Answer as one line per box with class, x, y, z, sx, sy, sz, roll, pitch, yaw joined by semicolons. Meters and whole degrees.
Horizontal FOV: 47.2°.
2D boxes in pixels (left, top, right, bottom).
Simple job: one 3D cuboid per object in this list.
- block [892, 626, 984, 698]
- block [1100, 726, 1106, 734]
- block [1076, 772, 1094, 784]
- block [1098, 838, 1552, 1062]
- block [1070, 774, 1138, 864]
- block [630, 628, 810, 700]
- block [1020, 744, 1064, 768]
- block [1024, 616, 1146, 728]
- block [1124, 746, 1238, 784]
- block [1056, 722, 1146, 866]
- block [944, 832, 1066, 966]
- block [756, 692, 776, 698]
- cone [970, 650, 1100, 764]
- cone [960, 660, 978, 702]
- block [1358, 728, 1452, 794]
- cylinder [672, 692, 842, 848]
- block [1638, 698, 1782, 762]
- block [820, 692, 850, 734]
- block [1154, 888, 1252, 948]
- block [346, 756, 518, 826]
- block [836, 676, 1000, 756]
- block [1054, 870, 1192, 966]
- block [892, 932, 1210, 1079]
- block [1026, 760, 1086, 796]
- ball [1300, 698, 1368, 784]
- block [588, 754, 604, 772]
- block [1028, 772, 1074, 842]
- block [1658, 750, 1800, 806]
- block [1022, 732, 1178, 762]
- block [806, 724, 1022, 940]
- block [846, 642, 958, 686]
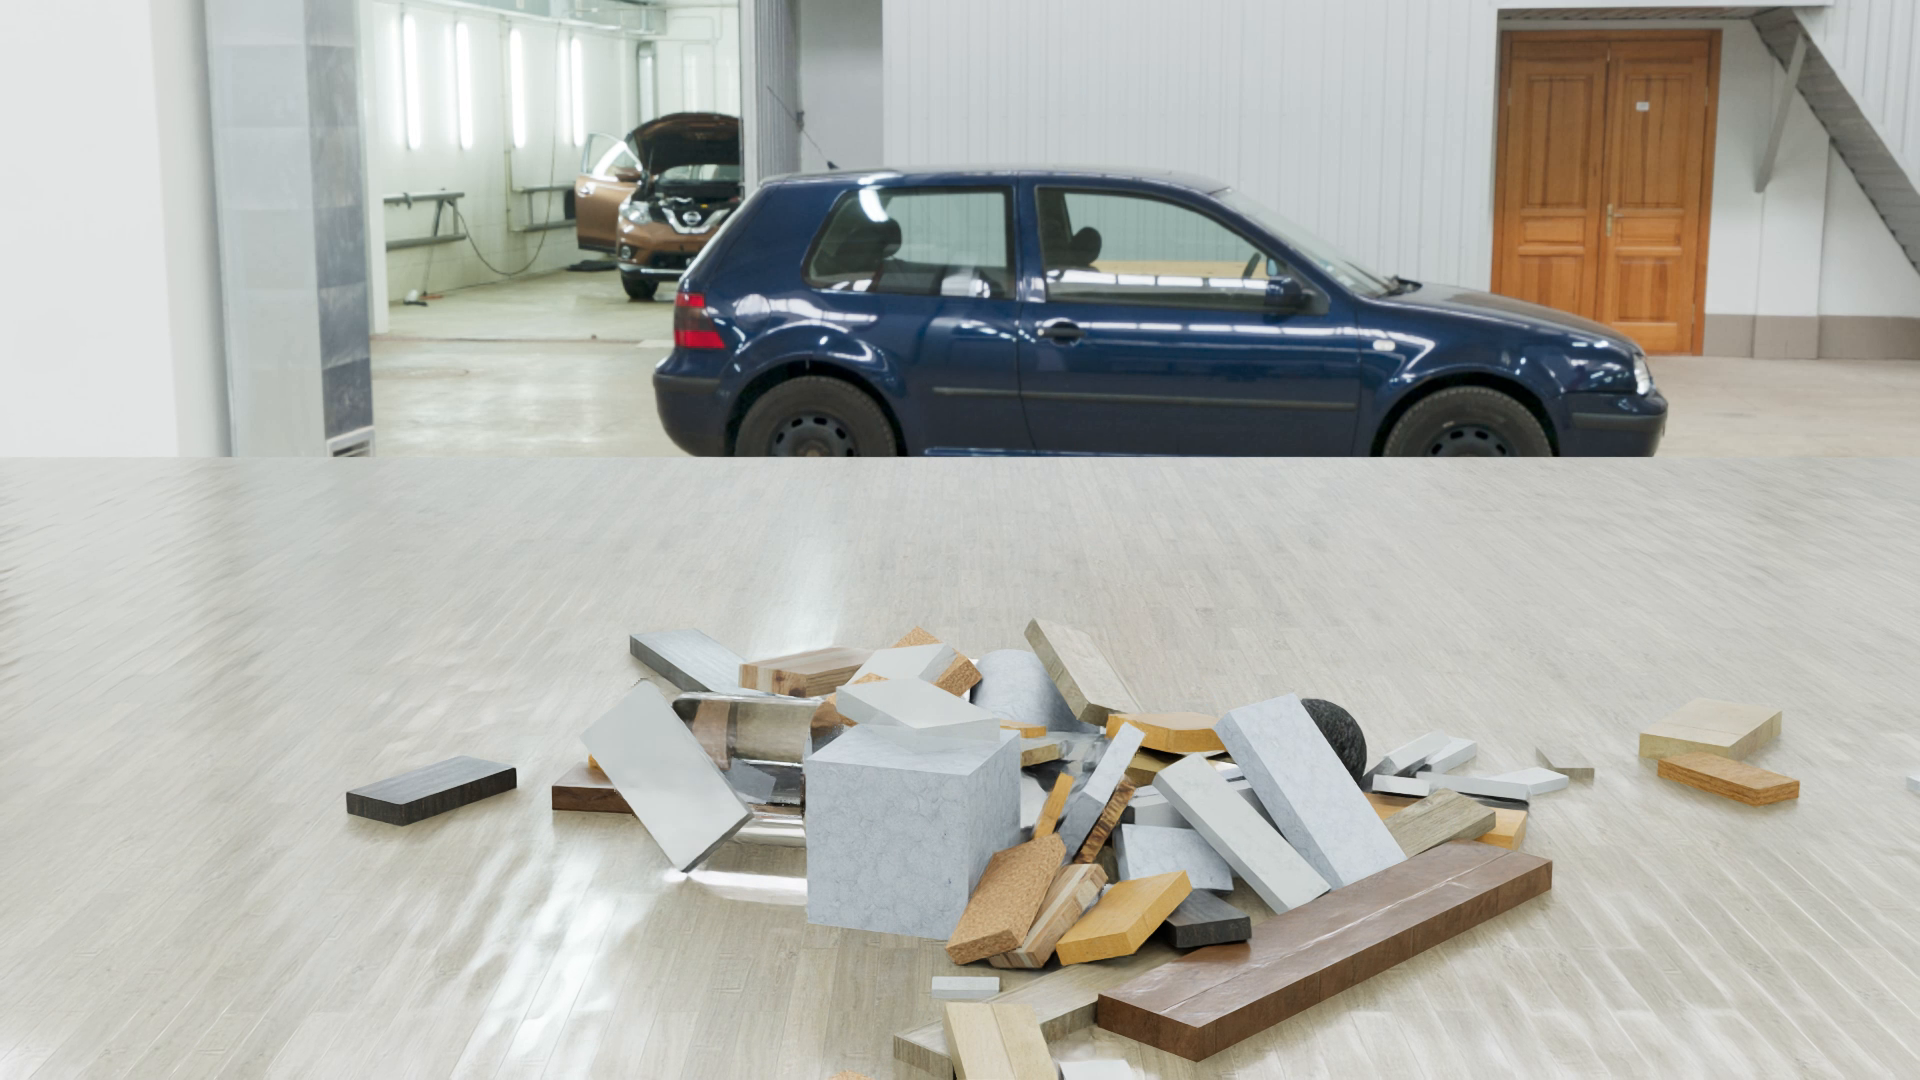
block;-0.089;0.280;4.445;0.176;0.050;0.352;-40;18;-8
block;0.334;0.412;4.527;0.127;0.036;0.254;-4;11;-21
block;0.223;0.476;4.107;0.095;0.027;0.191;-1;10;-4
block;0.594;0.614;3.403;0.178;0.050;0.969;10;14;43
block;0.233;0.472;3.606;0.026;0.182;0.091;31;2;4
block;-0.442;0.356;4.798;0.167;0.047;1.330;-5;12;-25
block;0.090;0.407;4.011;0.192;0.027;0.096;-14;-7;7
block;0.241;0.260;4.216;0.147;0.042;0.294;18;23;-30
block;0.499;0.438;3.960;0.436;0.027;0.095;11;20;4
block;0.228;0.434;3.728;0.043;0.153;0.306;31;24;6
block;0.073;0.556;3.414;0.122;0.035;0.244;-23;18;31
block;-0.436;0.397;4.416;0.167;0.047;0.335;-14;16;-5
cone;0.080;0.414;4.261;0.289;0.289;0.289;6;39;31
cone;0.007;0.391;4.479;0.212;0.212;0.212;1;37;4
block;0.842;0.433;4.217;0.239;0.034;0.120;-14;-27;-53
cylinder;-0.370;0.410;3.920;0.263;0.263;0.263;3;11;13
block;1.558;0.399;4.557;0.178;0.050;0.356;8;13;36
block;-0.159;0.374;4.466;0.176;0.050;0.773;10;5;-11
block;0.357;0.584;3.406;0.117;0.033;0.234;-5;3;-11
block;-1.001;0.474;4.179;0.147;0.042;0.294;7;13;33
block;-0.074;0.291;3.669;0.153;0.043;0.306;-5;12;-27
block;0.252;0.575;3.356;0.122;0.035;0.244;-16;6;30
block;0.155;0.665;3.177;0.579;0.033;0.117;-10;15;-44
block;0.151;0.464;4.062;0.129;0.037;0.258;-29;11;-5
ball;0.660;0.400;4.126;0.206;0.206;0.206;0;11;0
block;-0.607;0.428;4.208;0.192;0.027;0.096;7;12;31
block;0.140;0.483;3.688;0.026;0.091;0.182;26;42;2
block;1.489;0.462;4.267;0.120;0.034;0.239;-6;12;-30
block;0.189;0.386;4.119;0.435;0.037;0.129;2;2;7
block;-0.072;0.466;3.591;0.273;0.273;0.273;4;11;19
block;-0.125;0.268;4.393;0.127;0.036;0.254;-48;21;-30
